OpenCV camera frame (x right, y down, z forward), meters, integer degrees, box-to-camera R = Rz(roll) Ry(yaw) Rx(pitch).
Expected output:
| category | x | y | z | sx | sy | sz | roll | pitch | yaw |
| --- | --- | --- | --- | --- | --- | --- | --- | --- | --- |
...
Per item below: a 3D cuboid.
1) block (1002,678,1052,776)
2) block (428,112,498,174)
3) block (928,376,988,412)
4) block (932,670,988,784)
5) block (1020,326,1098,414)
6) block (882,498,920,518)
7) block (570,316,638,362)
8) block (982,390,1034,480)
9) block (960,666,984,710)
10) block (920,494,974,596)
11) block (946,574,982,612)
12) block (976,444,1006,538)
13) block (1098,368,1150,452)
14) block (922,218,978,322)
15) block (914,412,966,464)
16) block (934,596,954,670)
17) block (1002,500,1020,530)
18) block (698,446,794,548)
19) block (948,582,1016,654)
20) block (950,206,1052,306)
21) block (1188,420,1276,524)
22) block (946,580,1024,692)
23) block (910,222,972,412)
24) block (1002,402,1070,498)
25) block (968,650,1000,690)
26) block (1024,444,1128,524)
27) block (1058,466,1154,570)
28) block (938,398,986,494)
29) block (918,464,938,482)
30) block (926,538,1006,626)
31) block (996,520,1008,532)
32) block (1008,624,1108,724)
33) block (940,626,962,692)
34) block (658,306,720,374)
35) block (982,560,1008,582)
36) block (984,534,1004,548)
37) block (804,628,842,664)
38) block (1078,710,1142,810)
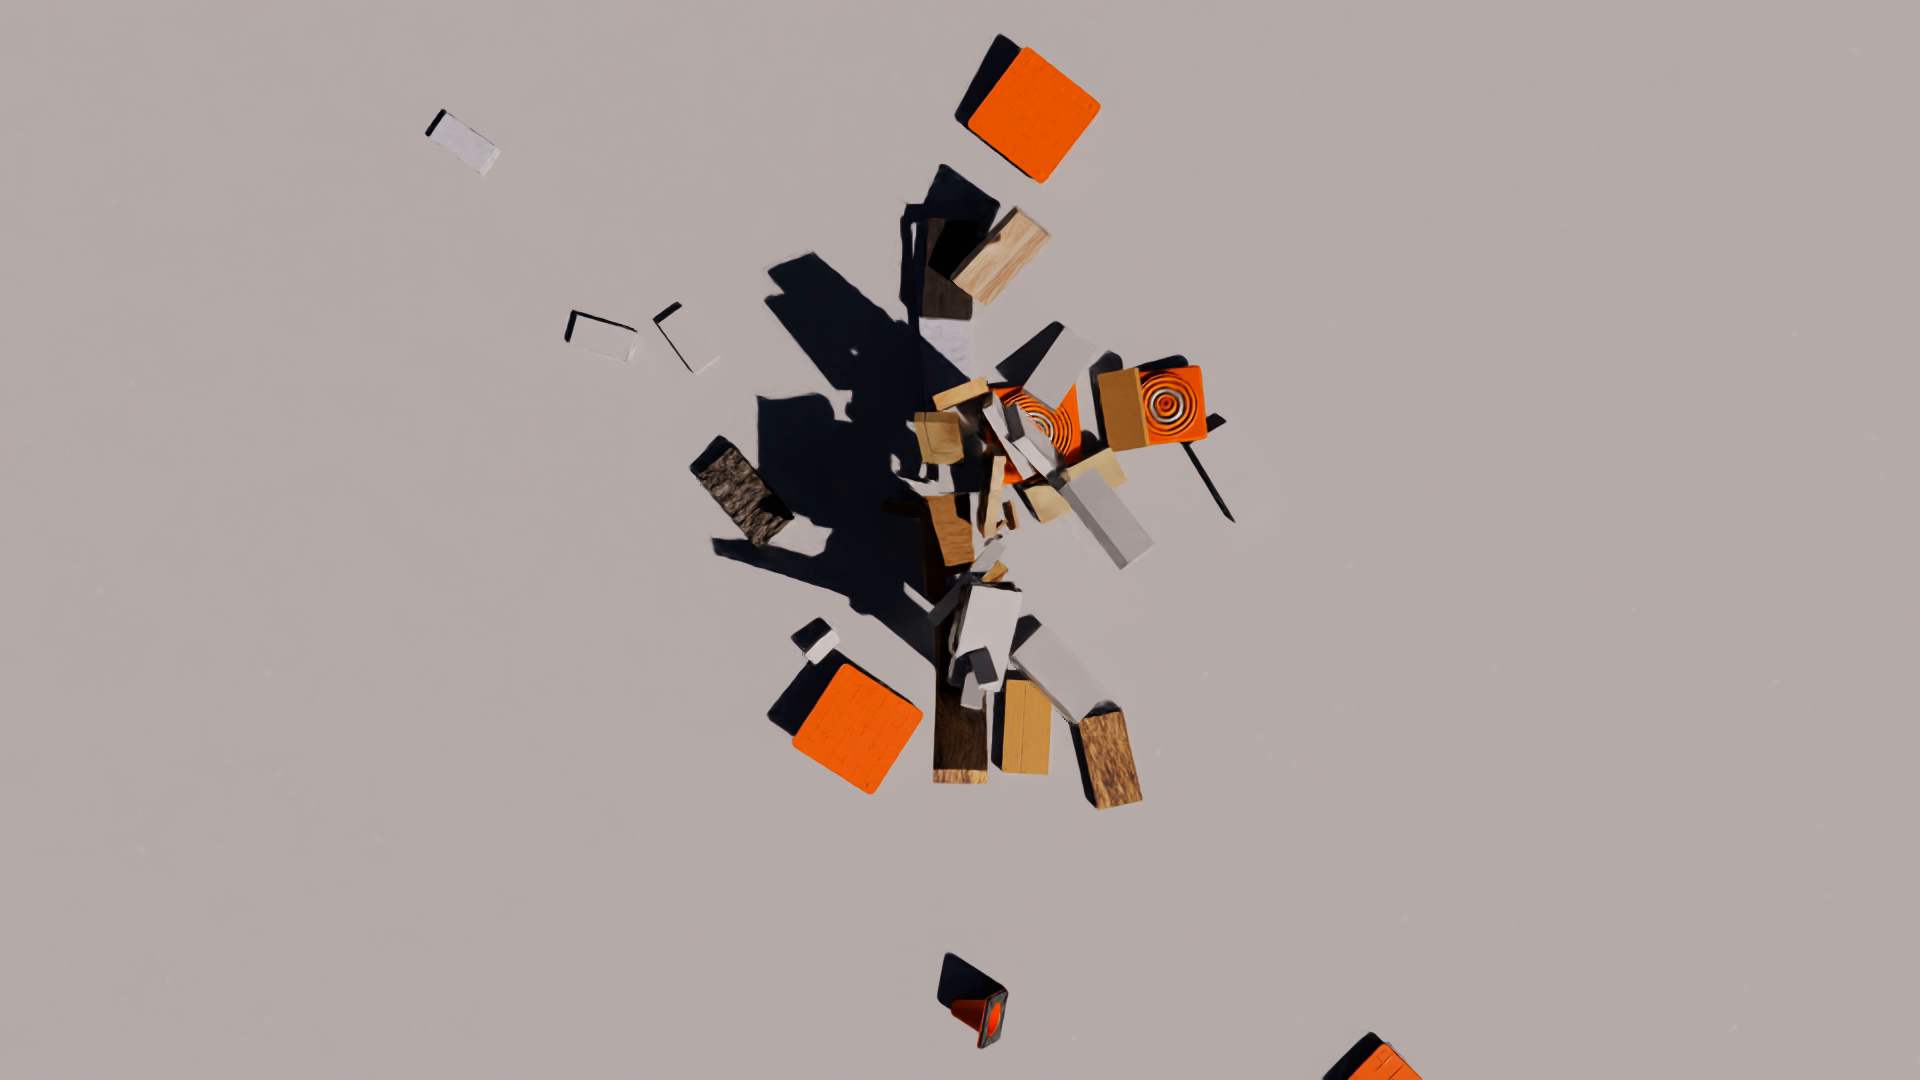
| category | x | y | z | sx | sy | sz | roll | pitch | yaw |
| --- | --- | --- | --- | --- | --- | --- | --- | --- | --- |
| block | 0.223 | 0.620 | 5.478 | 0.153 | 0.043 | 0.308 | 3 | 90 | 0 |
| block | -1.650 | -1.319 | 5.486 | 0.204 | 0.029 | 0.102 | 35 | 90 | 0 |
| block | -0.006 | -0.439 | 5.017 | 0.162 | 0.325 | 0.046 | -22 | 93 | -2 |
| block | 0.002 | 0.545 | 4.893 | 0.154 | 0.567 | 0.044 | 1 | 115 | 0 |
| block | 0.329 | -0.563 | 5.448 | 0.131 | 0.037 | 0.263 | 35 | 75 | 0 |
| block | -0.167 | -0.100 | 5.345 | 0.154 | 0.309 | 0.044 | 10 | 91 | 0 |
| block | -1.186 | -0.670 | 5.486 | 0.204 | 0.029 | 0.102 | 16 | 90 | 0 |
| block | 0.149 | -0.325 | 5.083 | 0.037 | 0.131 | 0.263 | -26 | 112 | 13 |
| block | 0.039 | 0.423 | 4.708 | 0.060 | 0.017 | 0.120 | 15 | 60 | -9 |
| block | -0.038 | 0.015 | 5.165 | 0.154 | 0.044 | 0.309 | -4 | 86 | -7 |
| block | 0.037 | 0.207 | 5.103 | 0.108 | 0.031 | 0.216 | -14 | 80 | -12 |
| block | 0.094 | -0.150 | 5.084 | 0.037 | 0.131 | 0.263 | 4 | 108 | -12 |
| block | 0.541 | -0.429 | 5.454 | 0.131 | 0.037 | 0.263 | -9 | 90 | 27 |
| block | -0.033 | -0.889 | 5.431 | 0.162 | 0.046 | 0.325 | 4 | 90 | 0 |
| block | -0.059 | -0.311 | 5.029 | 0.131 | 0.275 | 0.037 | 2 | 67 | 6 |
| block | -0.003 | 0.322 | 5.180 | 0.149 | 0.042 | 0.298 | -1 | 90 | 0 |
| block | 0.161 | -0.079 | 5.241 | 0.013 | 0.045 | 0.091 | -14 | 90 | -34 |
| block | -0.708 | -0.142 | 5.470 | 0.155 | 0.044 | 0.311 | -40 | 90 | 6 |
| block | 0.063 | 0.233 | 4.882 | 0.154 | 0.308 | 0.044 | -3 | 54 | -12 |
| block | 0.130 | -0.913 | 5.320 | 0.155 | 0.044 | 0.311 | 32 | 113 | -33 |
| block | 0.903 | -0.225 | 5.478 | 0.153 | 0.043 | 0.306 | -31 | 90 | 0 |
| block | 0.072 | 0.279 | 4.759 | 0.154 | 0.044 | 0.308 | 9 | 105 | -16 |
| block | -0.056 | -0.737 | 5.477 | 0.162 | 0.046 | 0.637 | -5 | 90 | 0 |
| block | 0.246 | -0.280 | 5.136 | 0.044 | 0.310 | 0.155 | -30 | 45 | 17 |
| block | 0.068 | 0.367 | 4.700 | 0.060 | 0.017 | 0.120 | -13 | 48 | -6 |
| block | 0.382 | -0.183 | 5.456 | 0.316 | 0.037 | 0.131 | -27 | 105 | 3 |
| block | 0.455 | -0.069 | 5.099 | 0.311 | 0.155 | 0.044 | 53 | 134 | 6 |
| block | 0.008 | -0.294 | 5.190 | 0.149 | 0.042 | 0.298 | 1 | 83 | -2 |
| block | -0.053 | -0.207 | 5.351 | 0.149 | 0.298 | 0.042 | 14 | 92 | 0 |
| block | 0.016 | 0.128 | 4.921 | 0.044 | 0.310 | 0.155 | 40 | 51 | -1 |
| block | 0.112 | -0.038 | 5.206 | 0.045 | 0.091 | 0.013 | -19 | 103 | 33 |
| block | 0.325 | 0.443 | 5.447 | 0.311 | 0.044 | 0.155 | 46 | 66 | 0 |
| block | -0.007 | 0.365 | 5.075 | 0.108 | 0.031 | 0.228 | 1 | 51 | 0 |
| block | -0.902 | -0.664 | 5.486 | 0.102 | 0.029 | 0.204 | -36 | 90 | 0 |
| block | 0.091 | 0.133 | 5.105 | 0.045 | 0.013 | 0.167 | 42 | 55 | -6 |
| block | 0.107 | 0.006 | 5.202 | 0.045 | 0.091 | 0.013 | -8 | 109 | 20 |
| block | -0.454 | 0.350 | 5.460 | 0.120 | 0.017 | 0.060 | -43 | 124 | -7 |
| block | 0.497 | 0.729 | 5.478 | 0.153 | 0.043 | 0.306 | -13 | 90 | 0 |
